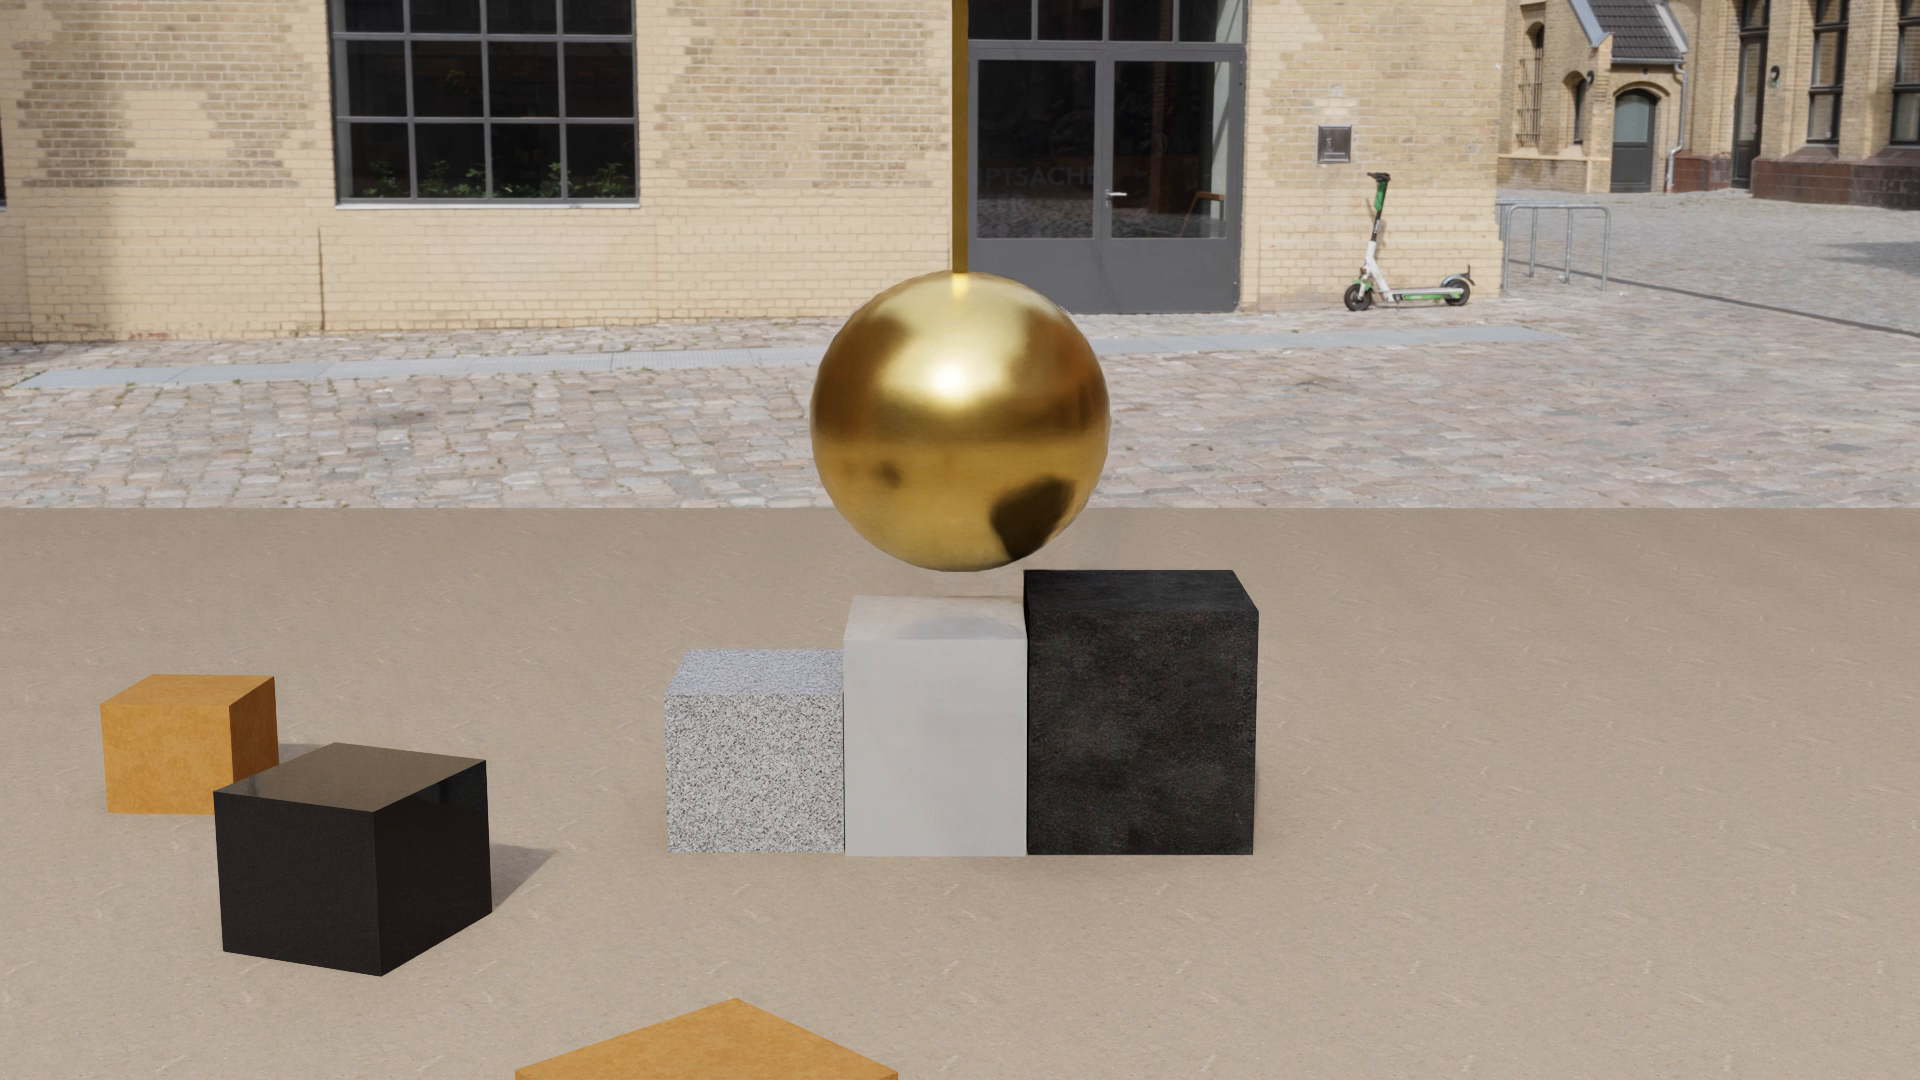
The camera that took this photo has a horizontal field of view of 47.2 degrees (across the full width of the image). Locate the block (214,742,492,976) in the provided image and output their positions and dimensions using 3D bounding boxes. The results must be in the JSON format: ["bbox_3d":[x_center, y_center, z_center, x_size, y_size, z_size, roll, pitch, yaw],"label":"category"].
[{"bbox_3d":[-2.693,1.402,9.819,0.827,0.729,0.848,4,11,21],"label":"block"}]

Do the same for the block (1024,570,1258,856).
[{"bbox_3d":[0.898,0.864,11.350,1.119,1.239,1.054,0,10,0],"label":"block"}]

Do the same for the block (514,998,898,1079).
[{"bbox_3d":[-0.771,1.966,6.744,0.842,0.718,0.807,-10,14,-42],"label":"block"}]

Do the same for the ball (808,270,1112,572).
[{"bbox_3d":[0.000,-0.627,11.638,1.600,1.600,1.600,0,10,0],"label":"ball"}]

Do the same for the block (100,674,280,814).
[{"bbox_3d":[-4.144,1.096,11.879,0.688,0.594,0.660,1,10,3],"label":"block"}]

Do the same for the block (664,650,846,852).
[{"bbox_3d":[-1.018,1.074,11.392,0.879,0.811,0.982,0,10,0],"label":"block"}]

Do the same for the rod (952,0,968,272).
[{"bbox_3d":[0.000,-3.900,10.719,0.080,5.200,0.080,0,16,0],"label":"rod"}]

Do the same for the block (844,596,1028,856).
[{"bbox_3d":[-0.121,0.934,11.342,0.898,1.104,1.054,0,10,0],"label":"block"}]
